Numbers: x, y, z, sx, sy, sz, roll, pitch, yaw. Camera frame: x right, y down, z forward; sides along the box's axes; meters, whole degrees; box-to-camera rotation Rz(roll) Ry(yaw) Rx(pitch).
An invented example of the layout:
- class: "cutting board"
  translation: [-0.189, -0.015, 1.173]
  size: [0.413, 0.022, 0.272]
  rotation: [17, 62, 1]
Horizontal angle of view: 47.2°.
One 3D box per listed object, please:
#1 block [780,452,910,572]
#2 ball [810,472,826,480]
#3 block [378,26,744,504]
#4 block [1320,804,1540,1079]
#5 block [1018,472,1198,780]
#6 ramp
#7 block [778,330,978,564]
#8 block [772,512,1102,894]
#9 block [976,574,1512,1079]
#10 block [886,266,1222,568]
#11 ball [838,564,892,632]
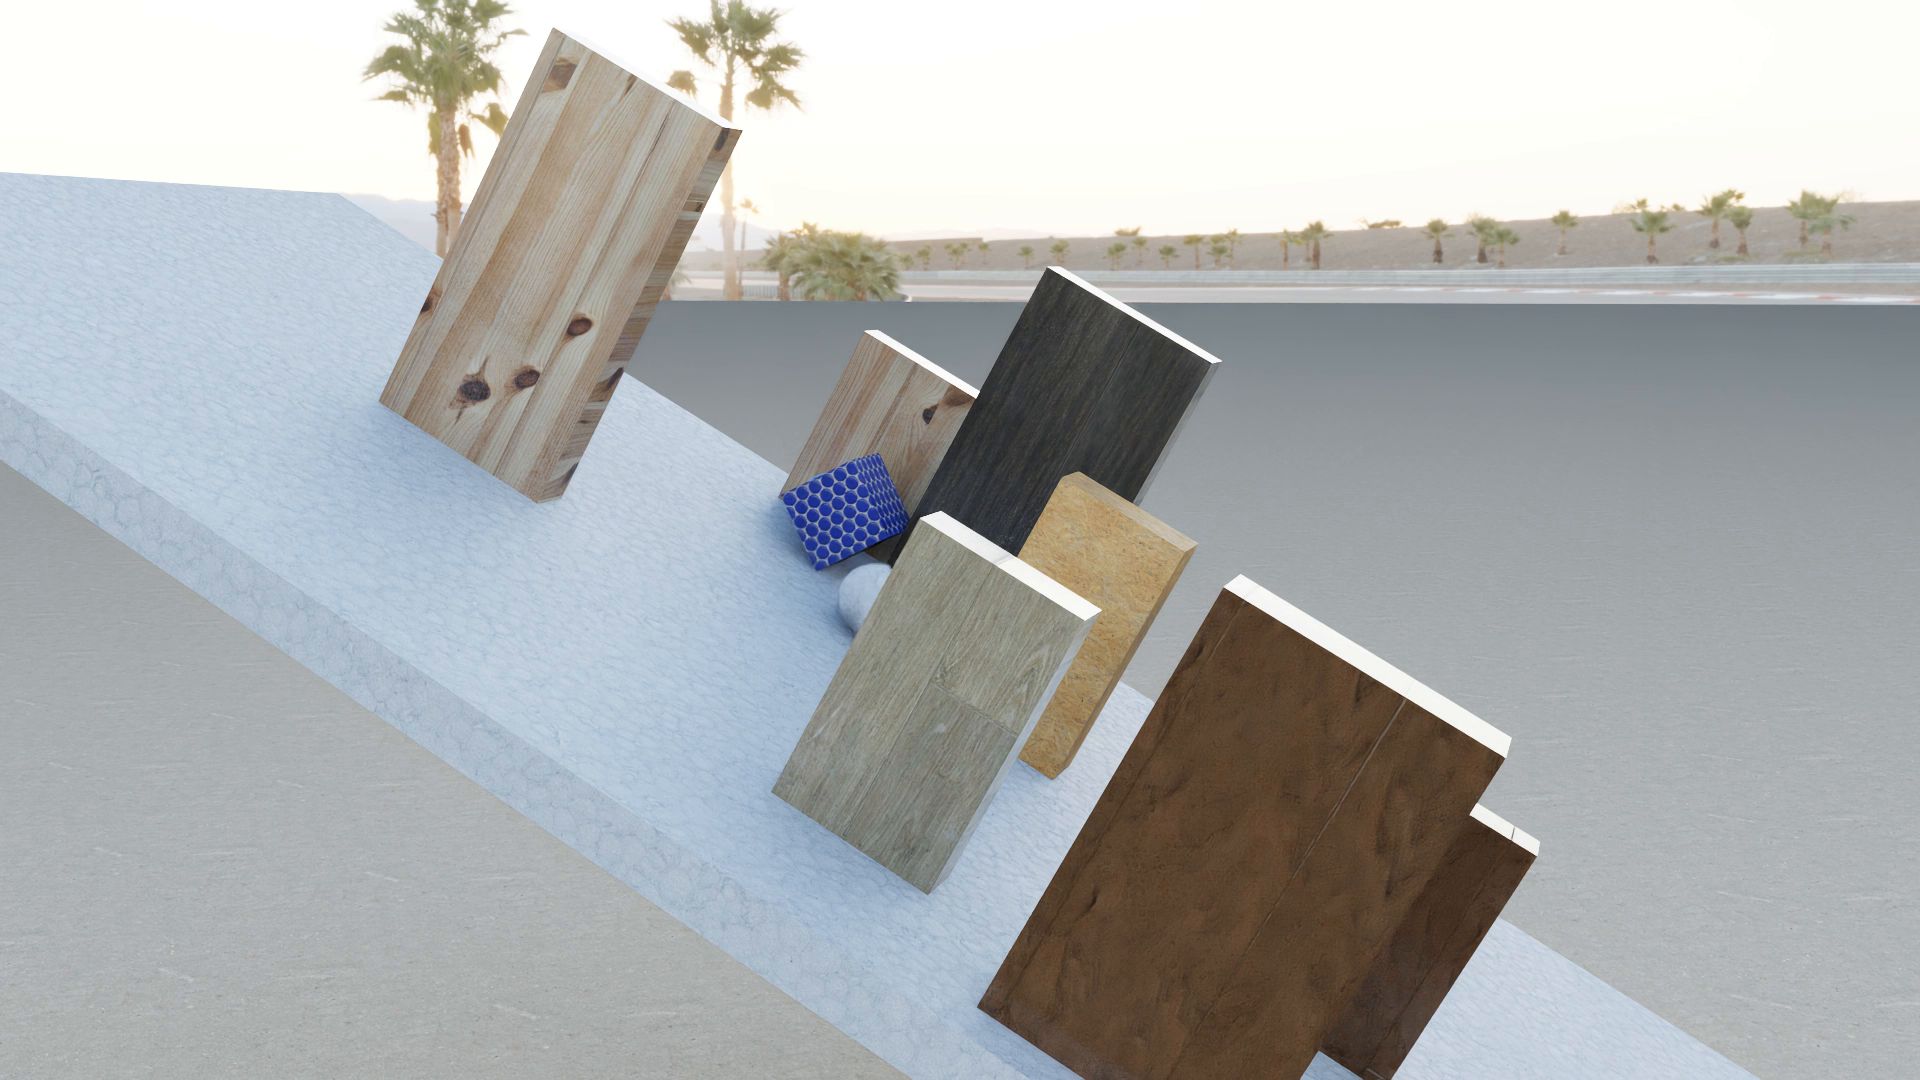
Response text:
- class: "block"
  translation: [-0.239, -0.061, 4.684]
  size: [0.178, 0.178, 0.178]
  rotation: [-25, -1, 18]
- class: "ball"
  translation: [-0.286, -0.078, 4.864]
  size: [0.143, 0.143, 0.143]
  rotation: [0, 7, 0]
- class: "block"
  translation: [-0.758, -0.510, 4.136]
  size: [0.383, 0.795, 0.097]
  rotation: [32, 15, 11]
- class: "block"
  translation: [0.699, 0.625, 3.630]
  size: [0.293, 0.477, 0.094]
  rotation: [32, 15, 11]
- class: "block"
  translation: [0.203, 0.162, 4.211]
  size: [0.270, 0.513, 0.131]
  rotation: [32, 15, 11]
- class: "ramp"
  translation: [-0.197, 0.325, 4.135]
  size: [4.000, 0.100, 2.000]
  rotation: [32, 15, 11]
- class: "block"
  translation: [-0.141, -0.186, 4.927]
  size: [0.380, 0.432, 0.087]
  rotation: [32, 15, 11]
- class: "block"
  translation: [-0.040, 0.254, 3.442]
  size: [0.299, 0.510, 0.107]
  rotation: [32, 15, 11]
- class: "block"
  translation: [0.391, 0.472, 3.091]
  size: [0.434, 0.716, 0.132]
  rotation: [32, 15, 11]
- class: "block"
  translation: [0.177, -0.132, 4.624]
  size: [0.396, 0.785, 0.107]
  rotation: [32, 15, 11]
- class: "ball"
  translation: [-0.171, 0.121, 4.391]
  size: [0.146, 0.146, 0.146]
  rotation: [0, 7, 0]
